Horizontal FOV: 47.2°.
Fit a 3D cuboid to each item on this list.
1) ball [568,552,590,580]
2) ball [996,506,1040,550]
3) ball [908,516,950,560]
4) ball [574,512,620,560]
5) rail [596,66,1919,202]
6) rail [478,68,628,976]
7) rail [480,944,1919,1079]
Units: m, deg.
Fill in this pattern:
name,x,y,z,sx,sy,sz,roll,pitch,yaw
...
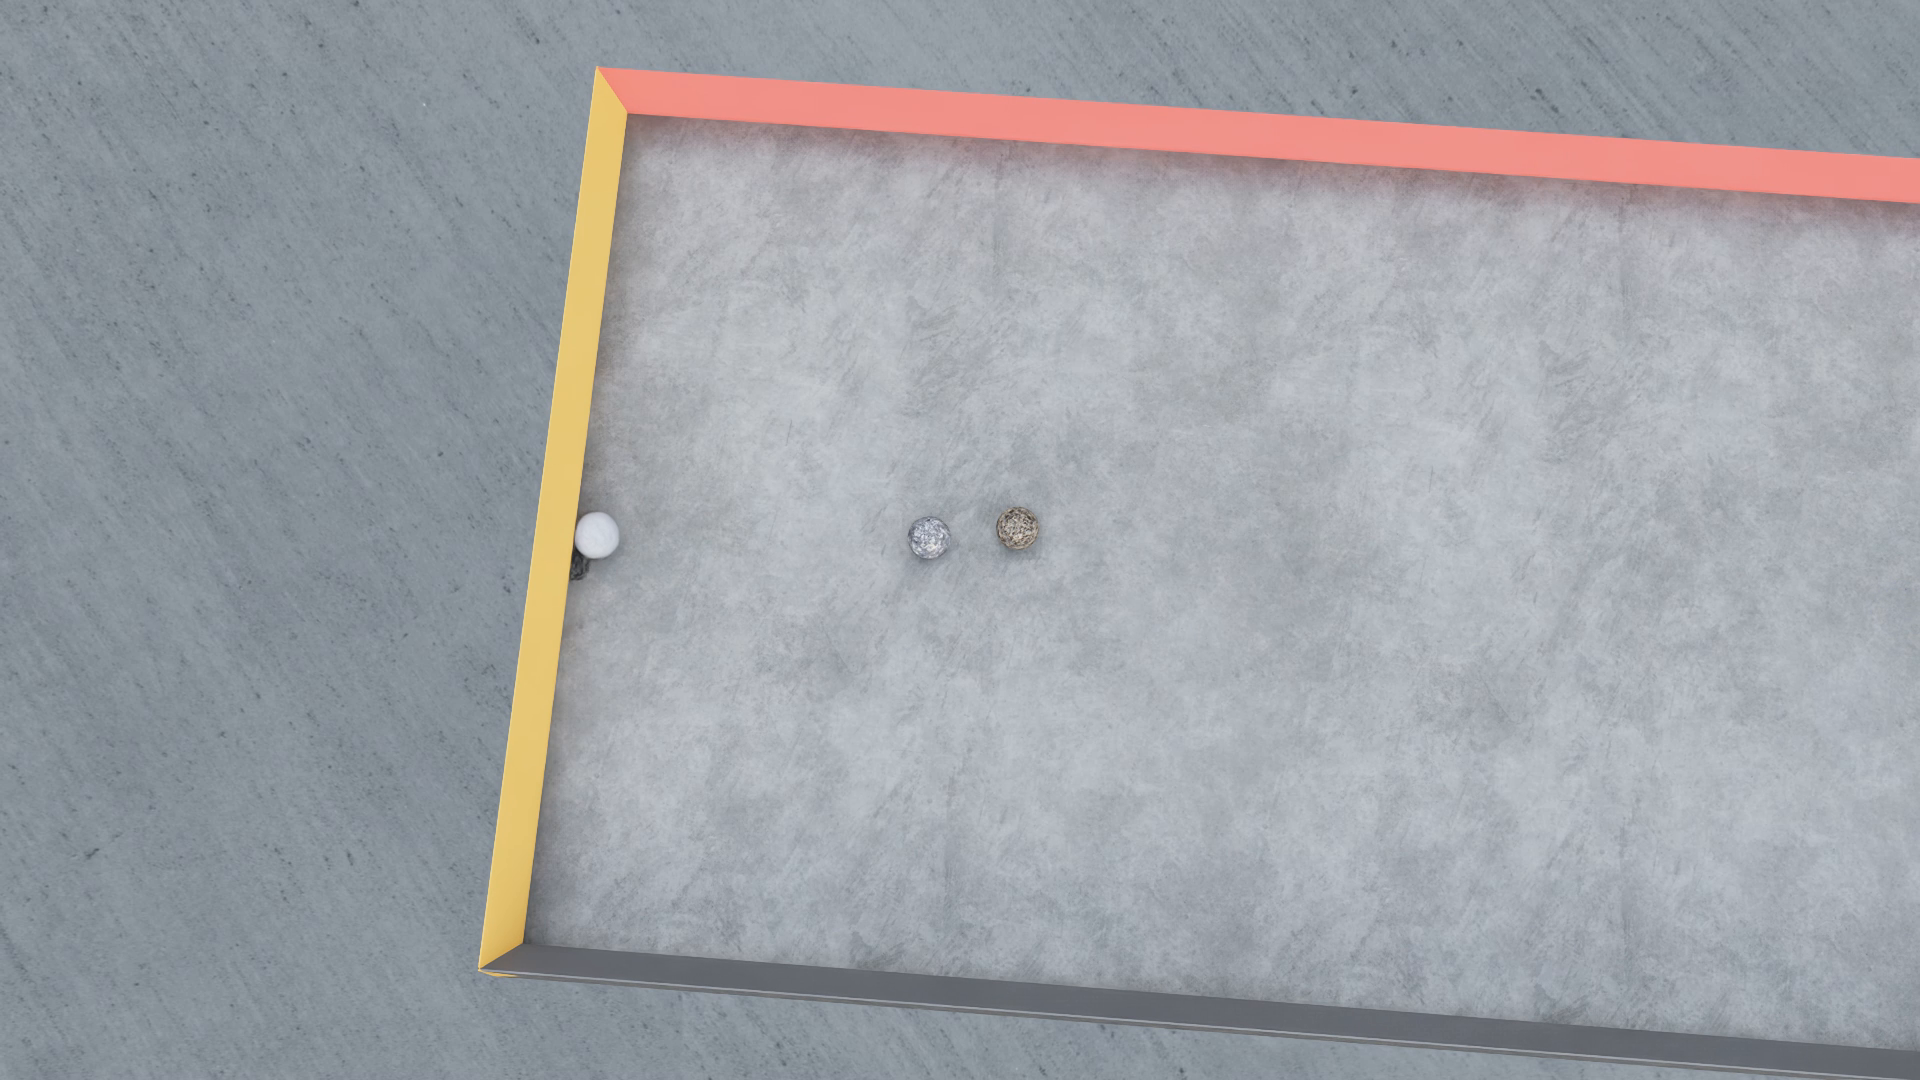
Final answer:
name,x,y,z,sx,sy,sz,roll,pitch,yaw
ball,-0.587,0.040,3.352,0.043,0.043,0.043,0,75,0
ball,0.088,-0.018,3.356,0.066,0.066,0.066,0,75,0
ball,-0.047,-0.003,3.352,0.066,0.066,0.066,0,75,0
ball,-0.554,-0.007,3.350,0.072,0.072,0.072,0,75,0
rail,0.678,-0.615,3.487,2.512,0.121,0.045,4,75,1
rail,-0.603,-0.052,3.336,0.045,0.121,1.404,4,75,1
rail,0.575,0.691,3.136,2.512,0.121,0.045,4,75,1
